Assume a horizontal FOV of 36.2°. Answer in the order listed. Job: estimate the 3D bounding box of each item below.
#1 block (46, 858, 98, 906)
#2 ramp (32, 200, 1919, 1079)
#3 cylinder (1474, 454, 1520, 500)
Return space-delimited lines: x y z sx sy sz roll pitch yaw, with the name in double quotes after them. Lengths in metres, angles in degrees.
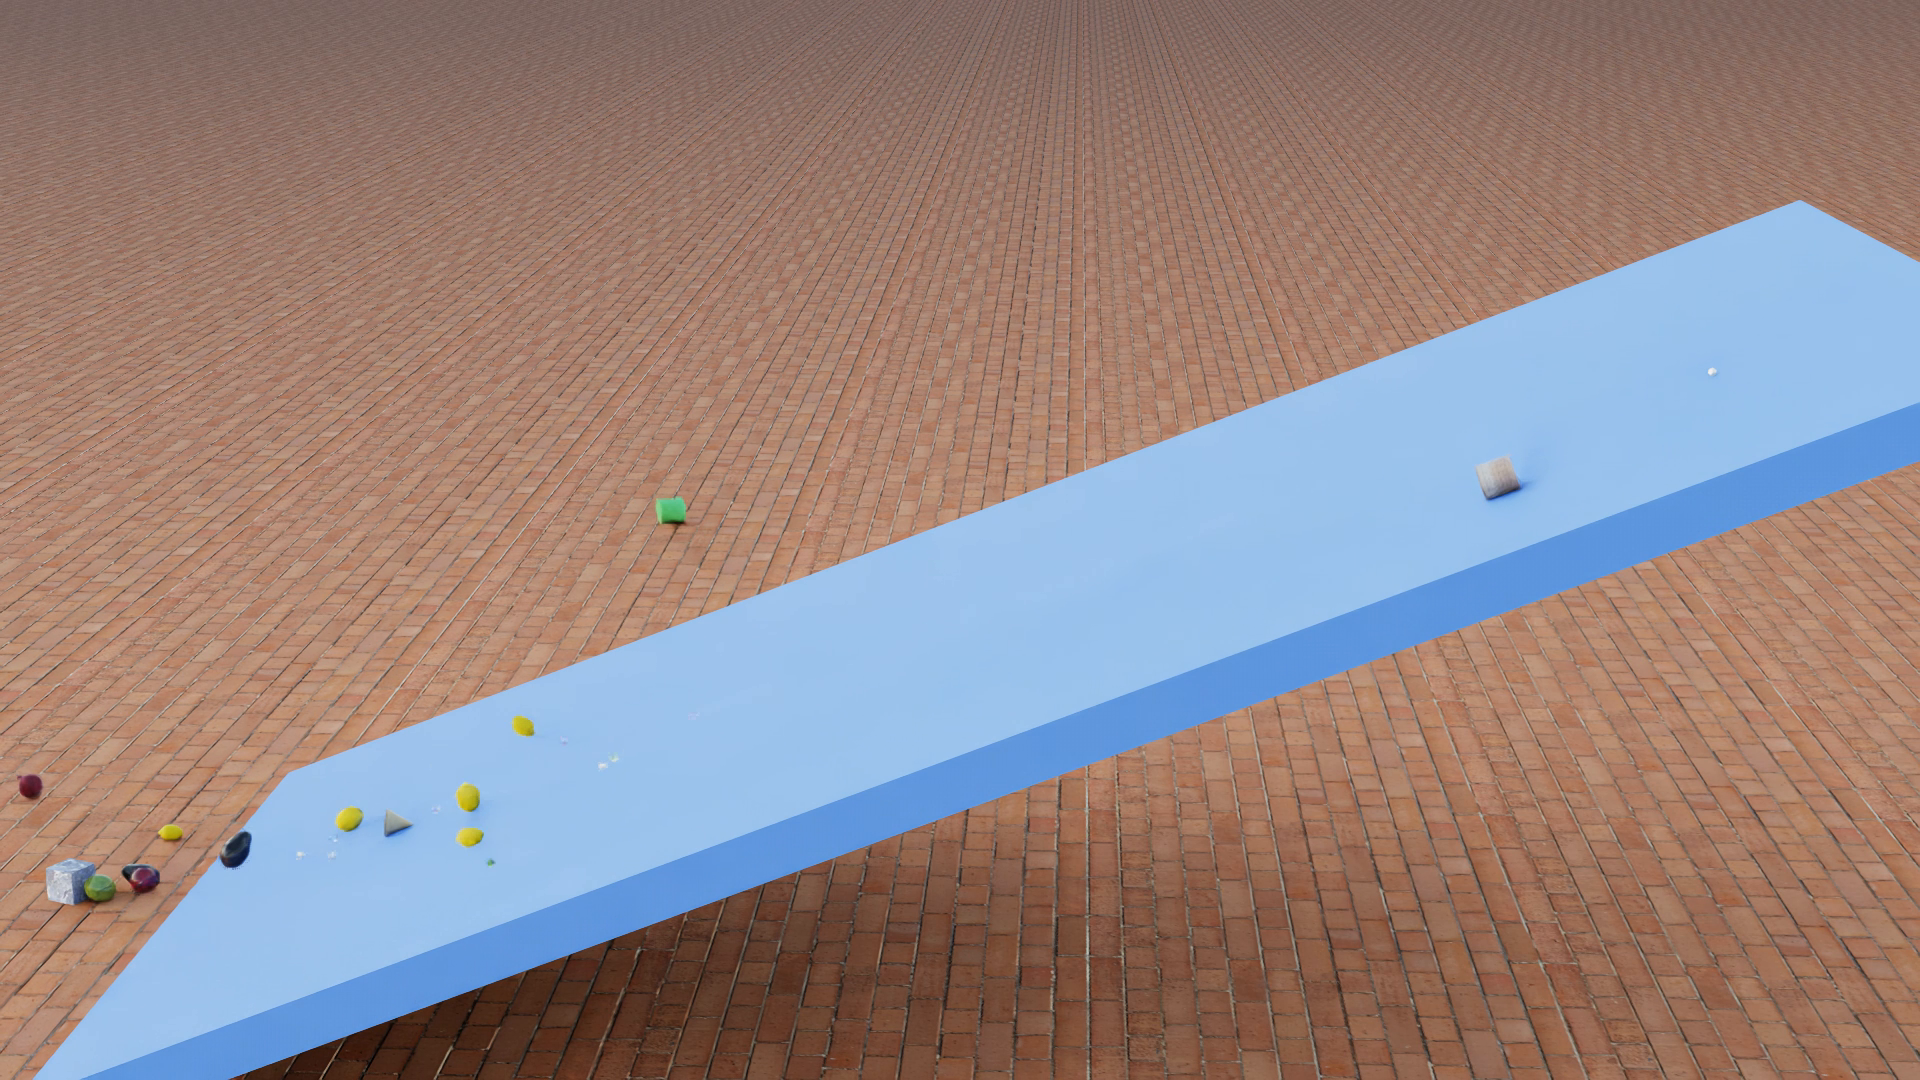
-2.079 0.799 6.882 0.078 0.078 0.078 7 15 26 "block"
0.123 0.174 6.291 4.000 0.100 2.000 -21 12 7 "ramp"
1.017 -0.119 5.564 0.068 0.068 0.068 -20 10 12 "cylinder"
